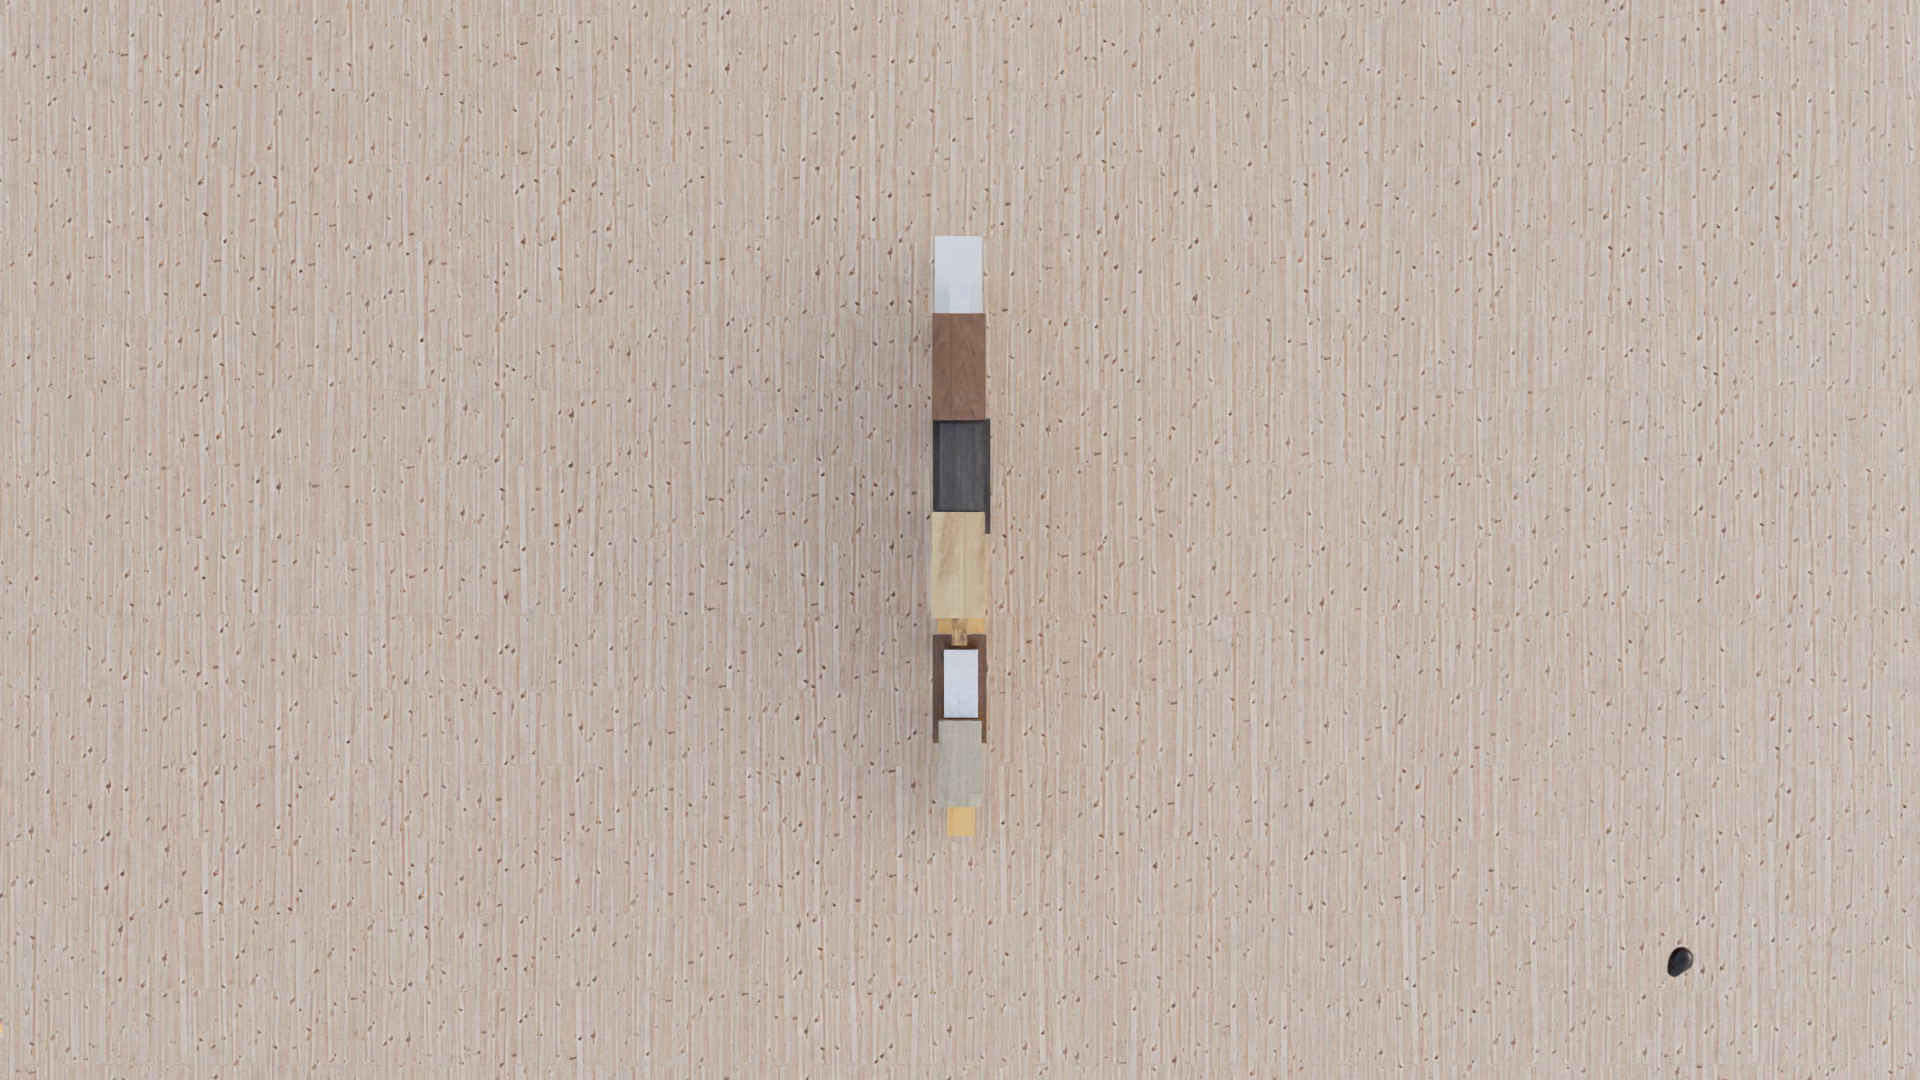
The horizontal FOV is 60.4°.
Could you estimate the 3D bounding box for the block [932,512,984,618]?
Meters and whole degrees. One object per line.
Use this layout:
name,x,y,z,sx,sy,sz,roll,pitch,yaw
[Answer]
block,-0.005,0.072,4.766,0.153,0.043,0.305,0,90,0

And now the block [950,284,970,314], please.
block,-0.002,-0.719,5.032,0.063,0.018,0.125,0,90,0

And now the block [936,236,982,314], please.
block,-0.005,-0.806,5.187,0.146,0.041,0.292,0,90,0

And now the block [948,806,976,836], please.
block,0.004,0.863,5.310,0.089,0.025,0.177,0,90,0

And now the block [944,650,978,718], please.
block,0.004,0.426,4.903,0.100,0.028,0.201,0,90,0

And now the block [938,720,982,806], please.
block,0.000,0.657,4.850,0.125,0.035,0.250,0,90,0

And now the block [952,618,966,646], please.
block,-0.002,0.276,5.020,0.045,0.013,0.091,0,90,0

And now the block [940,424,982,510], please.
block,0.003,-0.212,4.821,0.127,0.036,0.254,0,90,0

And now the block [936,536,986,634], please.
block,0.004,0.138,5.173,0.153,0.043,0.305,0,90,0

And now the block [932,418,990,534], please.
block,0.005,-0.198,5.118,0.178,0.050,0.356,0,90,0

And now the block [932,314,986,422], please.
block,-0.003,-0.498,4.764,0.154,0.044,0.308,0,90,0

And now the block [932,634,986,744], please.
block,-0.001,0.463,5.141,0.167,0.047,0.335,0,90,0
